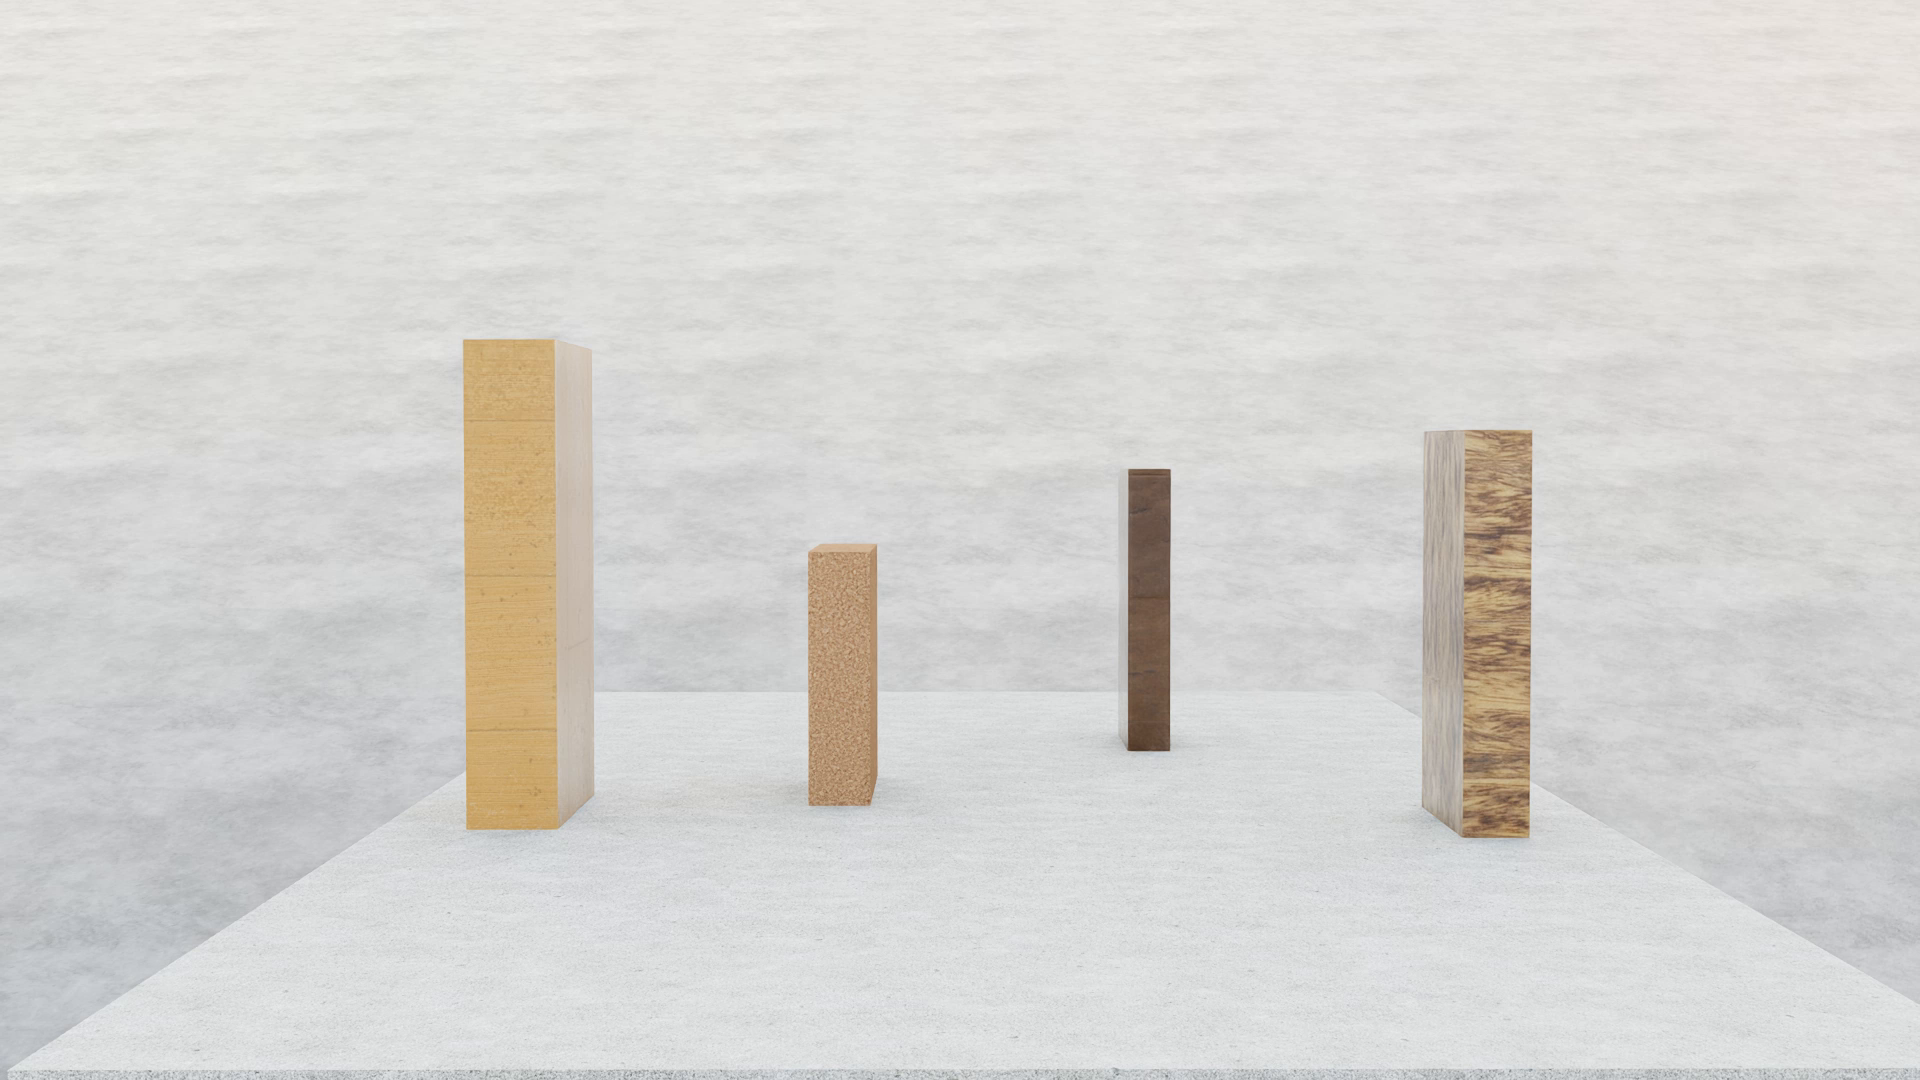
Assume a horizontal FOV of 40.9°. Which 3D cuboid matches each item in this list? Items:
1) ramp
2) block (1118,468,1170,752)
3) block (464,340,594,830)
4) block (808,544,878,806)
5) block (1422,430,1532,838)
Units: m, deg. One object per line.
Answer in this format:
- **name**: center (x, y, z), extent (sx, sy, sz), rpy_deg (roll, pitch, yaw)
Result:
- **ramp**: center (0.056, 0.504, 4.549), extent (2.000, 0.100, 4.000), rpy_deg (0, 2, 0)
- **block**: center (0.385, 0.138, 5.391), extent (0.087, 0.575, 0.308), rpy_deg (0, 2, 0)
- **block**: center (-0.724, 0.065, 4.364), extent (0.147, 0.791, 0.426), rpy_deg (0, 2, 0)
- **block**: center (-0.208, 0.232, 4.639), extent (0.107, 0.438, 0.410), rpy_deg (0, 2, 0)
- **block**: center (0.846, 0.142, 4.236), extent (0.106, 0.644, 0.356), rpy_deg (0, 2, 0)
